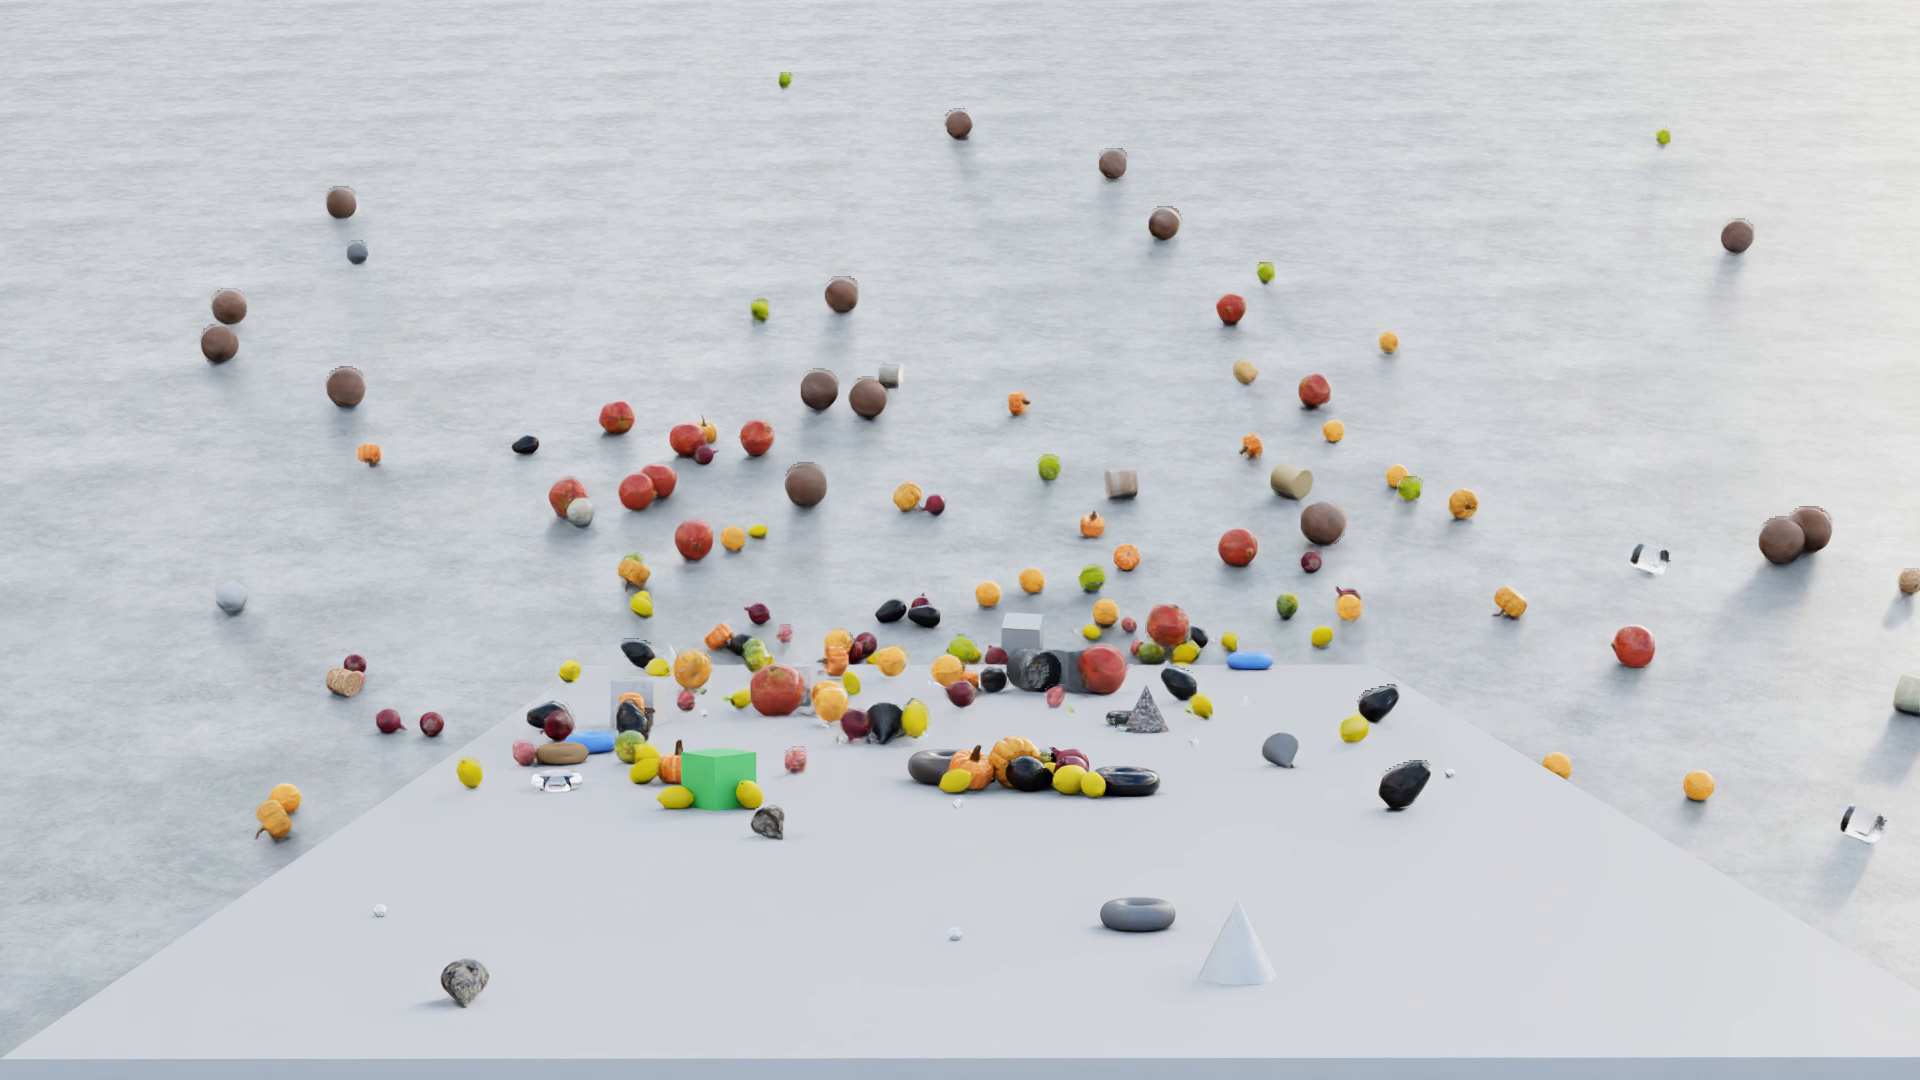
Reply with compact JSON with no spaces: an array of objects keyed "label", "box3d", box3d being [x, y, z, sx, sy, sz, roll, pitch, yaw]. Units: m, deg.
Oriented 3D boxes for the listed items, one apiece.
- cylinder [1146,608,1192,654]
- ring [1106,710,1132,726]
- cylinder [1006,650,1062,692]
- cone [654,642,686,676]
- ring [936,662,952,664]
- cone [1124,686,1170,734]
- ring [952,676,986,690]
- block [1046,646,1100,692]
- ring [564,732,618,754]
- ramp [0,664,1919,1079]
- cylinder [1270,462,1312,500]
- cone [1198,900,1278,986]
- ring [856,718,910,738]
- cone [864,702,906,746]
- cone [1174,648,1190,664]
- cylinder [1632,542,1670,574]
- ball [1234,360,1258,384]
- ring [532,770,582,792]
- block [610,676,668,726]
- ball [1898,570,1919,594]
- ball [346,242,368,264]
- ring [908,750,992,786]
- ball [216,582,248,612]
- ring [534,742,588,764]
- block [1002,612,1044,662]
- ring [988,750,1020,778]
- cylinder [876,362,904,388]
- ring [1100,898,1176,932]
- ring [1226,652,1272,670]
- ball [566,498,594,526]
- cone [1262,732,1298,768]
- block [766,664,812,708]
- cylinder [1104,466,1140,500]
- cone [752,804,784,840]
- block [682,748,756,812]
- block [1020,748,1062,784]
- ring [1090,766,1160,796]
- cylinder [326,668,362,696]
[{"label":"cylinder","box3d":[0.554,0.243,6.837,0.094,0.094,0.094,-6,23,-15]},{"label":"ring","box3d":[0.338,0.365,5.267,0.079,0.026,0.079,1,2,0]},{"label":"cylinder","box3d":[0.170,0.301,5.927,0.091,0.091,0.091,-14,10,-31]},{"label":"cone","box3d":[-0.712,0.290,6.303,0.078,0.078,0.078,0,3,0]},{"label":"ring","box3d":[-0.051,0.348,6.637,0.094,0.031,0.094,-19,30,11]},{"label":"cone","box3d":[0.374,0.336,5.164,0.093,0.093,0.093,0,3,0]},{"label":"ring","box3d":[0.020,0.332,5.954,0.078,0.026,0.078,-1,3,0]},{"label":"block","box3d":[0.261,0.299,5.955,0.091,0.091,0.091,-2,3,-33]},{"label":"ring","box3d":[-0.697,0.382,4.856,0.102,0.034,0.102,-1,2,0]},{"label":"ramp","box3d":[0.051,0.464,4.534,2.000,0.100,4.000,0,3,0]},{"label":"cylinder","box3d":[1.015,-0.181,7.881,0.093,0.093,0.093,-20,29,-40]},{"label":"cone","box3d":[0.313,0.448,2.899,0.089,0.089,0.089,0,3,0]},{"label":"ring","box3d":[-0.152,0.369,5.080,0.109,0.036,0.109,1,3,0]},{"label":"cone","box3d":[-0.147,0.373,4.976,0.085,0.085,0.085,1,29,2]},{"label":"cone","box3d":[0.579,0.306,6.731,0.050,0.050,0.050,-1,15,0]},{"label":"cylinder","box3d":[1.967,0.052,7.330,0.076,0.076,0.076,-19,29,-38]},{"label":"ball","box3d":[0.987,-0.579,8.877,0.081,0.081,0.081,0,22,0]},{"label":"ring","box3d":[-0.684,0.408,4.363,0.087,0.029,0.087,0,4,0]},{"label":"block","box3d":[-0.660,0.332,5.288,0.092,0.092,0.092,1,3,12]},{"label":"ball","box3d":[2.654,0.116,7.185,0.067,0.067,0.067,0,22,0]},{"label":"ball","box3d":[-2.404,-1.143,10.257,0.086,0.086,0.086,0,22,0]},{"label":"ring","box3d":[-0.017,0.393,4.455,0.148,0.049,0.148,1,3,0]},{"label":"ball","box3d":[-2.000,0.155,7.066,0.085,0.085,0.085,0,22,0]},{"label":"ring","box3d":[-0.727,0.390,4.696,0.098,0.033,0.098,-1,2,0]},{"label":"block","box3d":[0.164,0.260,6.789,0.100,0.100,0.100,3,22,7]},{"label":"ring","box3d":[0.101,0.395,4.530,0.117,0.039,0.117,0,1,0]},{"label":"cylinder","box3d":[-0.239,-0.565,8.857,0.069,0.069,0.069,29,30,14]},{"label":"ring","box3d":[0.220,0.463,3.185,0.094,0.031,0.094,-1,2,0]},{"label":"ring","box3d":[0.725,0.302,6.436,0.116,0.039,0.116,-1,2,0]},{"label":"ball","box3d":[-1.129,-0.084,7.658,0.081,0.081,0.081,0,22,0]},{"label":"cone","box3d":[0.584,0.394,4.633,0.067,0.067,0.067,-2,31,-6]},{"label":"block","box3d":[-0.375,0.318,5.633,0.086,0.086,0.086,-1,3,-12]},{"label":"cylinder","box3d":[0.494,-0.173,7.874,0.084,0.084,0.084,-16,25,-12]},{"label":"cone","box3d":[-0.278,0.434,3.858,0.053,0.053,0.053,-11,34,-25]},{"label":"block","box3d":[-0.391,0.388,4.176,0.087,0.087,0.087,-3,4,-44]},{"label":"block","box3d":[0.139,0.391,4.453,0.052,0.052,0.052,-2,3,-33]},{"label":"ring","box3d":[0.277,0.404,4.316,0.119,0.040,0.119,1,3,0]},{"label":"cylinder","box3d":[-1.577,0.363,6.584,0.063,0.063,0.063,14,26,31]}]
